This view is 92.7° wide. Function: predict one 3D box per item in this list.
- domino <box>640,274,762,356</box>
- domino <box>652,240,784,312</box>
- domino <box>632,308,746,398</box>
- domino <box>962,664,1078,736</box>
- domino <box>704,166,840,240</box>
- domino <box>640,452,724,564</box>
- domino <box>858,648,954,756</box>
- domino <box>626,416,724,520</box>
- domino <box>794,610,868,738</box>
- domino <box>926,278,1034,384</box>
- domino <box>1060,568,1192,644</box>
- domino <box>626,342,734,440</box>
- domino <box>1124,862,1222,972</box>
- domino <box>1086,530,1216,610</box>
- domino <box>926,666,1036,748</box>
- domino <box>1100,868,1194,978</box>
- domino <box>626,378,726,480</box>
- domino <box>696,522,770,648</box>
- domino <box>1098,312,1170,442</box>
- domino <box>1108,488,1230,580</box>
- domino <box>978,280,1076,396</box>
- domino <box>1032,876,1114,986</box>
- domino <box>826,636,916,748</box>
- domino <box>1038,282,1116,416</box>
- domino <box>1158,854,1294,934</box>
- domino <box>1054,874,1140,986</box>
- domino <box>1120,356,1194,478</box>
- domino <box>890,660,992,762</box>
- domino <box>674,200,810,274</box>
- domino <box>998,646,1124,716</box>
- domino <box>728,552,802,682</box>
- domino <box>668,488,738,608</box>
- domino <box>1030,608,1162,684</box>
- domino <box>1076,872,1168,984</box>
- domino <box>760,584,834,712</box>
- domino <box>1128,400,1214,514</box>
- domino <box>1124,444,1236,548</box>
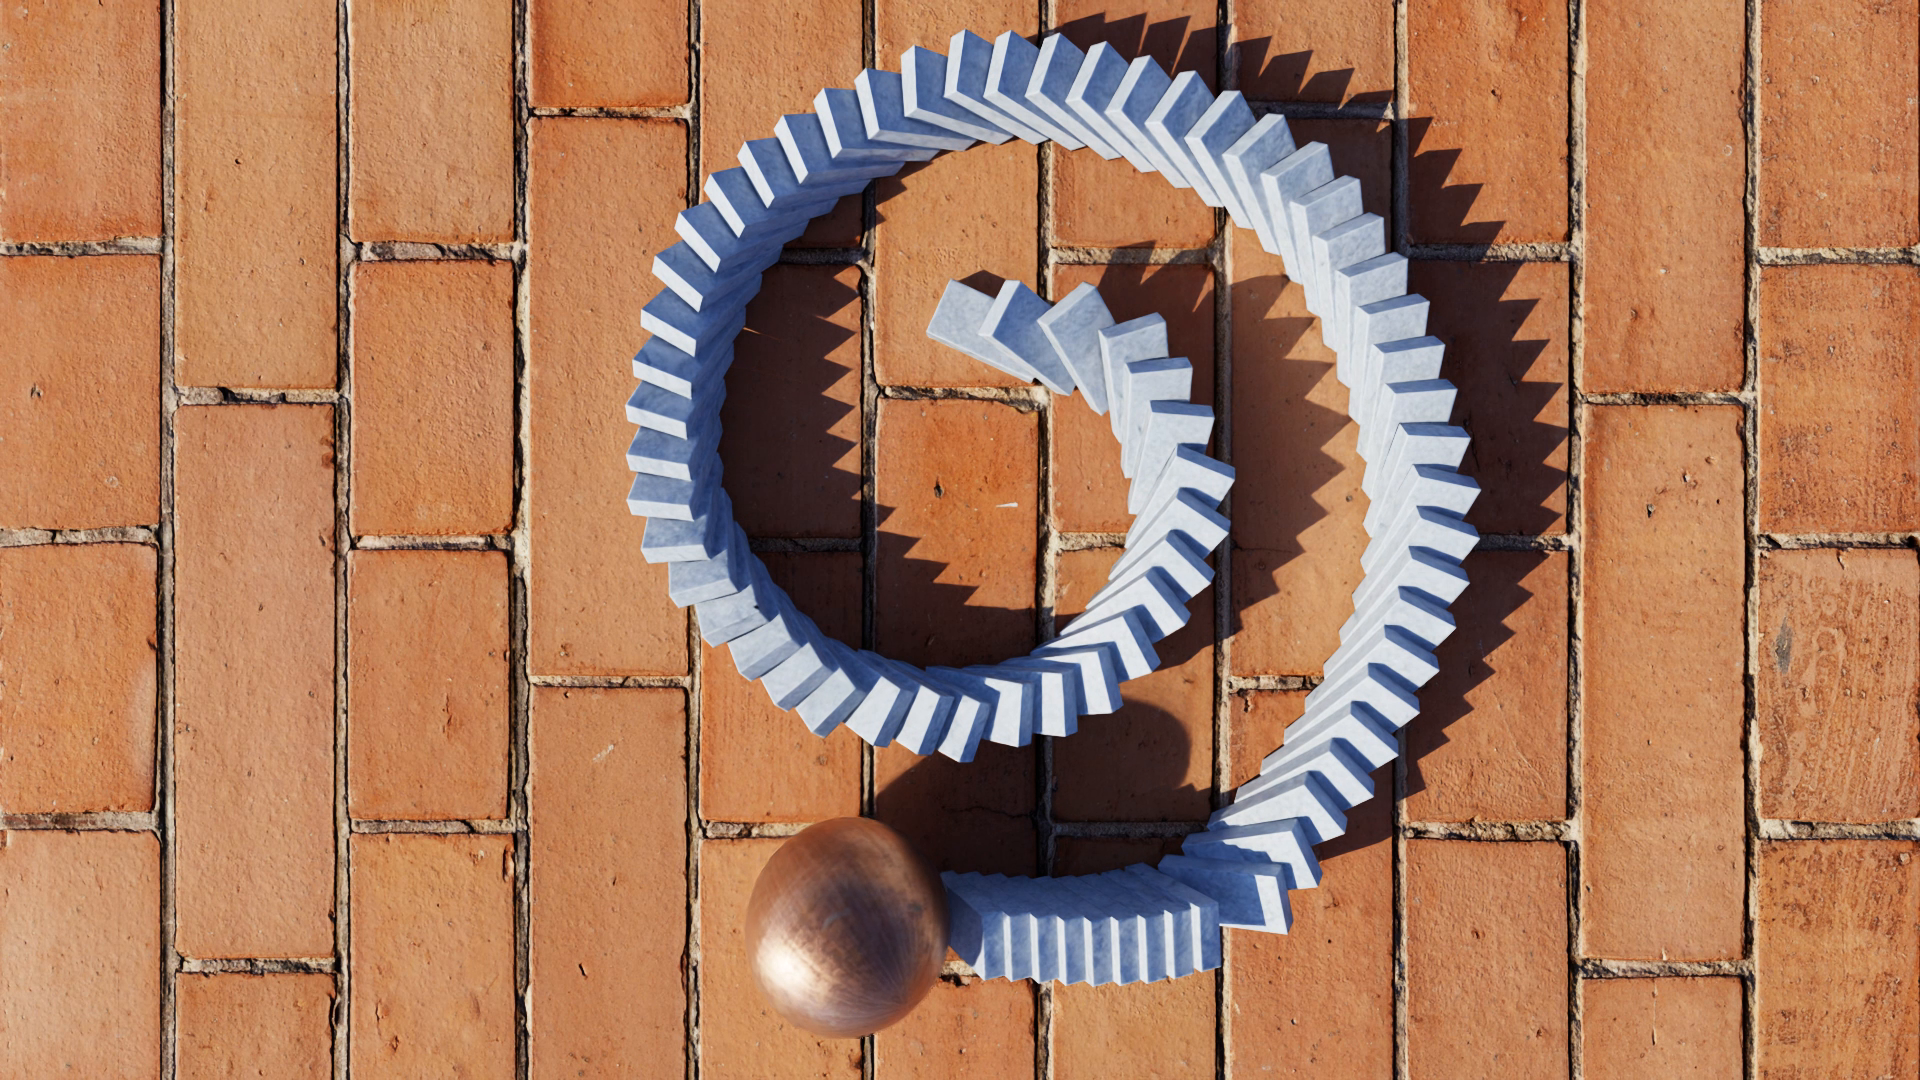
[{"bbox_3d":[-0.107,-0.100,0.381,0.025,0.009,0.050,30,53,0],"label":"domino"},{"bbox_3d":[-0.100,-0.117,0.381,0.025,0.010,0.050,41,53,0],"label":"domino"},{"bbox_3d":[-0.112,-0.083,0.381,0.025,0.009,0.050,22,53,0],"label":"domino"},{"bbox_3d":[0.024,0.066,0.381,0.050,0.010,0.025,-3,91,38],"label":"domino"},{"bbox_3d":[-0.078,-0.144,0.381,0.050,0.010,0.025,-33,89,-37],"label":"domino"},{"bbox_3d":[-0.115,-0.014,0.381,0.025,0.009,0.050,-4,53,1],"label":"domino"},{"bbox_3d":[-0.027,0.066,0.380,0.050,0.010,0.025,22,92,39],"label":"domino"},{"bbox_3d":[-0.118,-0.032,0.381,0.025,0.009,0.050,6,53,1],"label":"domino"},{"bbox_3d":[-0.062,0.055,0.381,0.025,0.010,0.050,-45,53,0],"label":"domino"},{"bbox_3d":[0.014,-0.090,0.395,0.050,0.010,0.025,25,90,0],"label":"domino"},{"bbox_3d":[0.068,0.035,0.381,0.025,0.010,0.050,50,127,0],"label":"domino"},{"bbox_3d":[-0.116,-0.066,0.381,0.025,0.010,0.050,17,53,0],"label":"domino"},{"bbox_3d":[0.086,0.153,0.375,0.009,0.050,0.025,-3,90,-24],"label":"domino"},{"bbox_3d":[0.078,0.021,0.381,0.025,0.009,0.050,44,127,0],"label":"domino"},{"bbox_3d":[0.007,0.068,0.381,0.050,0.010,0.025,4,90,38],"label":"domino"},{"bbox_3d":[0.076,0.156,0.375,0.010,0.050,0.025,-2,90,-24],"label":"domino"},{"bbox_3d":[-0.117,-0.049,0.381,0.025,0.009,0.050,10,53,0],"label":"domino"},{"bbox_3d":[-0.098,0.018,0.381,0.025,0.009,0.050,-25,53,0],"label":"domino"},{"bbox_3d":[0.074,-0.067,0.380,0.025,0.010,0.050,-17,129,-1],"label":"domino"},{"bbox_3d":[0.086,0.004,0.381,0.025,0.010,0.050,33,128,-1],"label":"domino"},{"bbox_3d":[0.033,-0.083,0.381,0.050,0.010,0.025,28,88,-37],"label":"domino"},{"bbox_3d":[0.045,0.159,0.375,0.010,0.050,0.025,-2,90,-24],"label":"domino"},{"bbox_3d":[-0.044,0.062,0.380,0.050,0.010,0.025,27,91,39],"label":"domino"},{"bbox_3d":[0.055,-0.079,0.382,0.025,0.009,0.050,-39,125,0],"label":"domino"},{"bbox_3d":[0.109,0.146,0.380,0.050,0.010,0.025,-8,99,36],"label":"domino"},{"bbox_3d":[0.055,0.158,0.375,0.009,0.050,0.025,-2,90,-24],"label":"domino"},{"bbox_3d":[0.081,-0.050,0.381,0.025,0.009,0.050,-6,129,-1],"label":"domino"},{"bbox_3d":[-0.012,0.070,0.381,0.050,0.010,0.025,20,90,37],"label":"domino"},{"bbox_3d":[-0.090,-0.131,0.381,0.025,0.010,0.050,49,53,1],"label":"domino"},{"bbox_3d":[0.041,0.060,0.381,0.050,0.010,0.025,-13,91,39],"label":"domino"},{"bbox_3d":[-0.086,0.031,0.381,0.025,0.010,0.050,-33,53,0],"label":"domino"},{"bbox_3d":[-0.107,0.002,0.381,0.025,0.009,0.050,-16,52,0],"label":"domino"},{"bbox_3d":[0.055,0.049,0.381,0.050,0.009,0.025,-28,90,39],"label":"domino"},{"bbox_3d":[0.065,0.158,0.375,0.010,0.050,0.025,-2,90,-24],"label":"domino"},{"bbox_3d":[-0.075,0.044,0.381,0.025,0.010,0.050,-40,53,0],"label":"domino"},{"bbox_3d":[0.087,-0.033,0.381,0.025,0.009,0.050,5,128,0],"label":"domino"},{"bbox_3d":[0.091,-0.013,0.381,0.025,0.010,0.050,22,128,0],"label":"domino"}]
